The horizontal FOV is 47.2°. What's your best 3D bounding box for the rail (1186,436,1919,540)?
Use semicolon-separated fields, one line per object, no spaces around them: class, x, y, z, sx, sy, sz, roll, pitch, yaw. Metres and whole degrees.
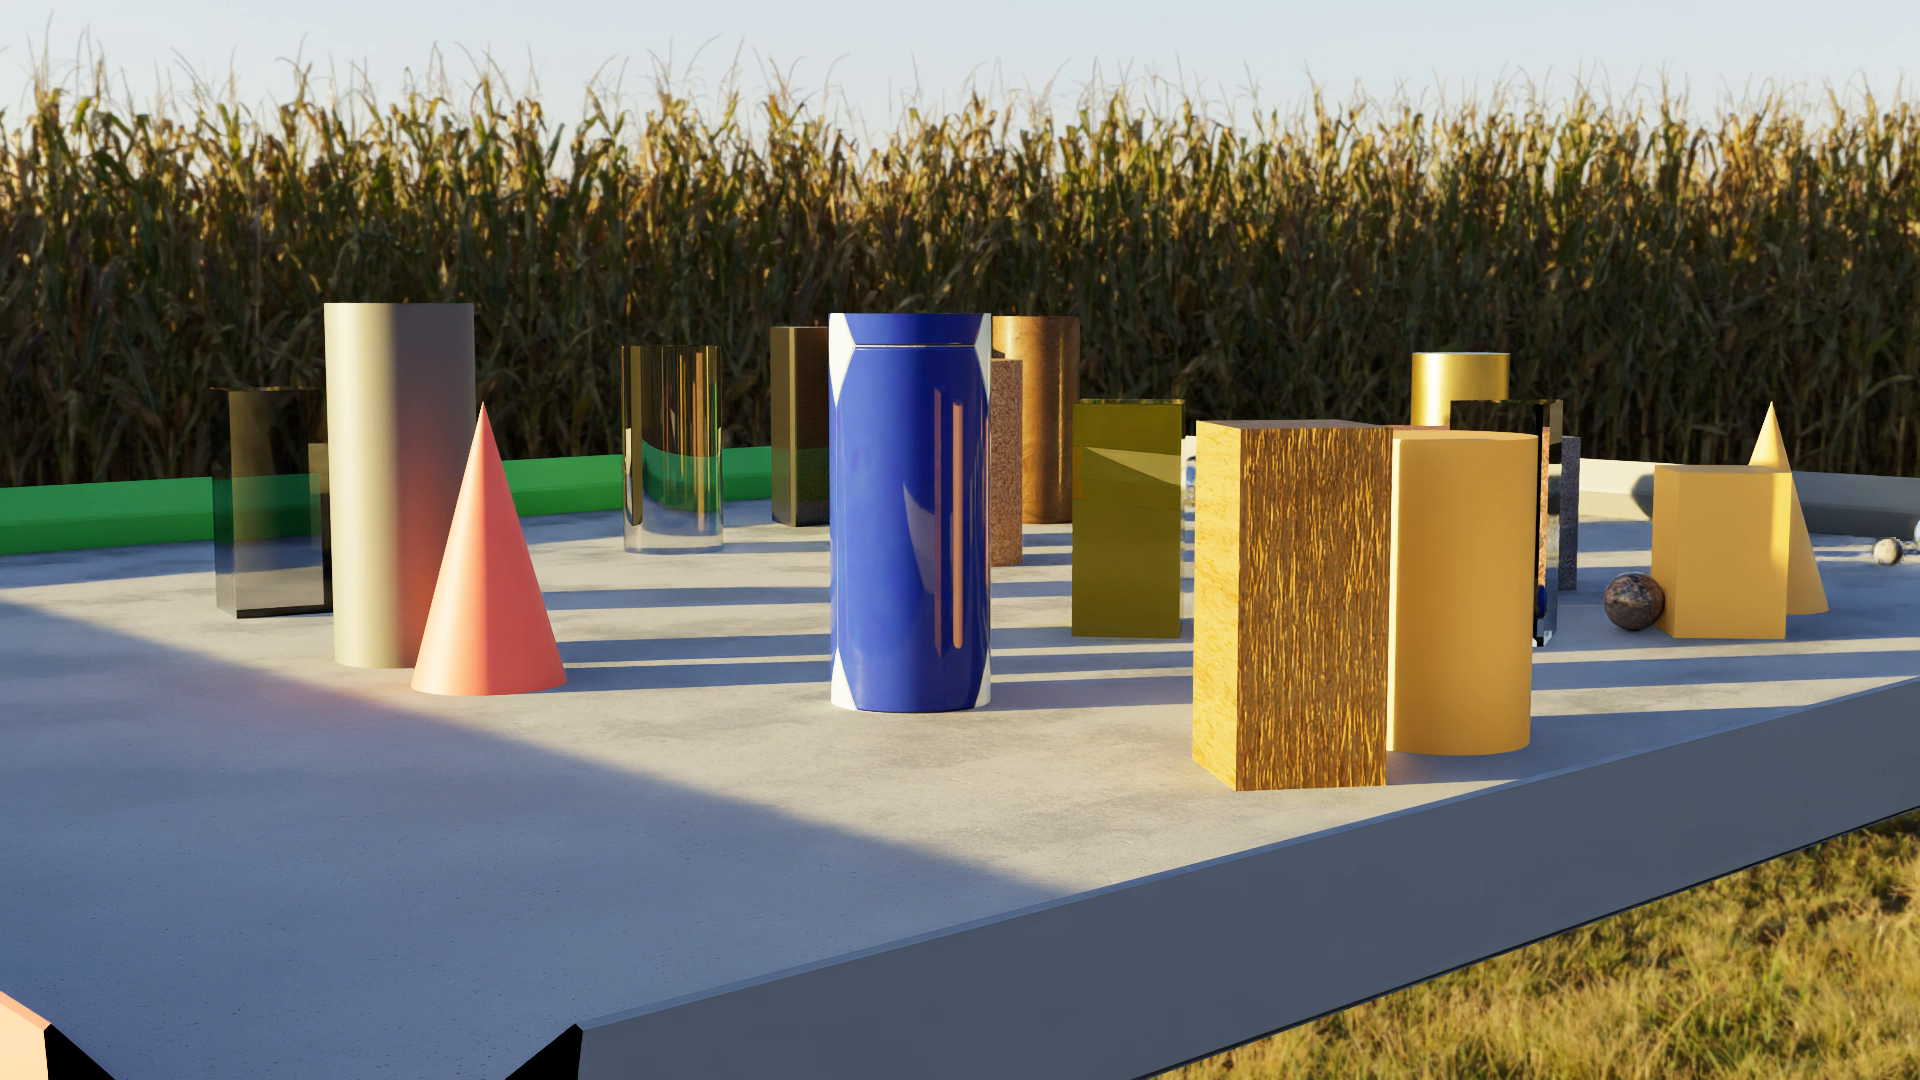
rail;1.374;-0.104;4.593;0.045;0.118;3.207;-6;8;-42

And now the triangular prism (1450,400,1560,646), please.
triangular prism;0.762;-0.029;2.960;0.136;0.317;0.157;-5;8;-39

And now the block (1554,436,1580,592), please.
block;0.874;-0.045;3.479;0.145;0.239;0.145;-2;6;-19

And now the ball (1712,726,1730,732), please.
ball;0.669;0.202;1.895;0.084;0.084;0.084;0;6;0

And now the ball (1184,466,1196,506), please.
ball;0.507;-0.121;4.893;0.090;0.090;0.090;0;6;0

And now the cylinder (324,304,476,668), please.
cylinder;-0.700;-0.073;2.768;0.181;0.446;0.181;0;6;0

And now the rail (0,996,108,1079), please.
rail;-1.374;0.165;2.072;0.045;0.118;3.207;-6;8;-42

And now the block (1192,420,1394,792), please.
block;0.312;0.057;2.086;0.145;0.333;0.145;-1;6;-10

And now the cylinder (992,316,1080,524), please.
cylinder;0.158;-0.251;4.546;0.181;0.421;0.181;0;6;0

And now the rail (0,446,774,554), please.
rail;-1.071;-0.093;4.487;3.786;0.118;0.045;-6;8;-42

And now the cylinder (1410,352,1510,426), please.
cylinder;0.944;-0.176;4.165;0.181;0.354;0.181;0;6;0

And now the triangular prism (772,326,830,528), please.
triangular prism;-0.336;-0.235;4.500;0.136;0.400;0.157;5;8;40

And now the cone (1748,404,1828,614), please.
cone;1.192;-0.053;3.245;0.181;0.304;0.181;0;6;0

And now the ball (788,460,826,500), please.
ball;-0.352;-0.139;5.058;0.091;0.091;0.091;0;6;0

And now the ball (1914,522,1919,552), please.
ball;1.717;-0.006;3.860;0.080;0.080;0.080;0;6;0

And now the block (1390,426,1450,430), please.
block;0.702;-0.037;3.299;0.145;0.262;0.145;0;6;4

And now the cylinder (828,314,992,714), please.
cylinder;-0.056;-0.036;2.469;0.181;0.435;0.181;0;6;0

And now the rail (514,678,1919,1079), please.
rail;1.071;0.154;2.178;3.786;0.118;0.045;-6;8;-42

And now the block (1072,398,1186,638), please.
block;0.232;-0.033;3.011;0.145;0.314;0.145;1;6;8

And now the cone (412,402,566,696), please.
cone;-0.557;0.003;2.586;0.181;0.333;0.181;0;6;0

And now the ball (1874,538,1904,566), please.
ball;1.589;0.021;3.762;0.047;0.047;0.047;0;6;0

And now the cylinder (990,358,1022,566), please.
cylinder;0.018;-0.137;3.816;0.181;0.351;0.181;0;6;0

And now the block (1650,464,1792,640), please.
block;1.037;0.014;3.007;0.145;0.222;0.145;0;6;5

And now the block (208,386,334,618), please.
block;-1.002;-0.059;3.211;0.145;0.323;0.145;-3;7;-29

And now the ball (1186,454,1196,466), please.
ball;0.578;-0.167;5.365;0.081;0.081;0.081;0;6;0

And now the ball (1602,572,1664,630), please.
ball;0.924;0.084;3.018;0.081;0.081;0.081;0;6;0

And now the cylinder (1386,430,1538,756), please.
cylinder;0.495;0.049;2.255;0.181;0.312;0.181;0;6;0

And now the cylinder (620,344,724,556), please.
cylinder;-0.523;-0.167;3.999;0.181;0.372;0.181;0;6;0
